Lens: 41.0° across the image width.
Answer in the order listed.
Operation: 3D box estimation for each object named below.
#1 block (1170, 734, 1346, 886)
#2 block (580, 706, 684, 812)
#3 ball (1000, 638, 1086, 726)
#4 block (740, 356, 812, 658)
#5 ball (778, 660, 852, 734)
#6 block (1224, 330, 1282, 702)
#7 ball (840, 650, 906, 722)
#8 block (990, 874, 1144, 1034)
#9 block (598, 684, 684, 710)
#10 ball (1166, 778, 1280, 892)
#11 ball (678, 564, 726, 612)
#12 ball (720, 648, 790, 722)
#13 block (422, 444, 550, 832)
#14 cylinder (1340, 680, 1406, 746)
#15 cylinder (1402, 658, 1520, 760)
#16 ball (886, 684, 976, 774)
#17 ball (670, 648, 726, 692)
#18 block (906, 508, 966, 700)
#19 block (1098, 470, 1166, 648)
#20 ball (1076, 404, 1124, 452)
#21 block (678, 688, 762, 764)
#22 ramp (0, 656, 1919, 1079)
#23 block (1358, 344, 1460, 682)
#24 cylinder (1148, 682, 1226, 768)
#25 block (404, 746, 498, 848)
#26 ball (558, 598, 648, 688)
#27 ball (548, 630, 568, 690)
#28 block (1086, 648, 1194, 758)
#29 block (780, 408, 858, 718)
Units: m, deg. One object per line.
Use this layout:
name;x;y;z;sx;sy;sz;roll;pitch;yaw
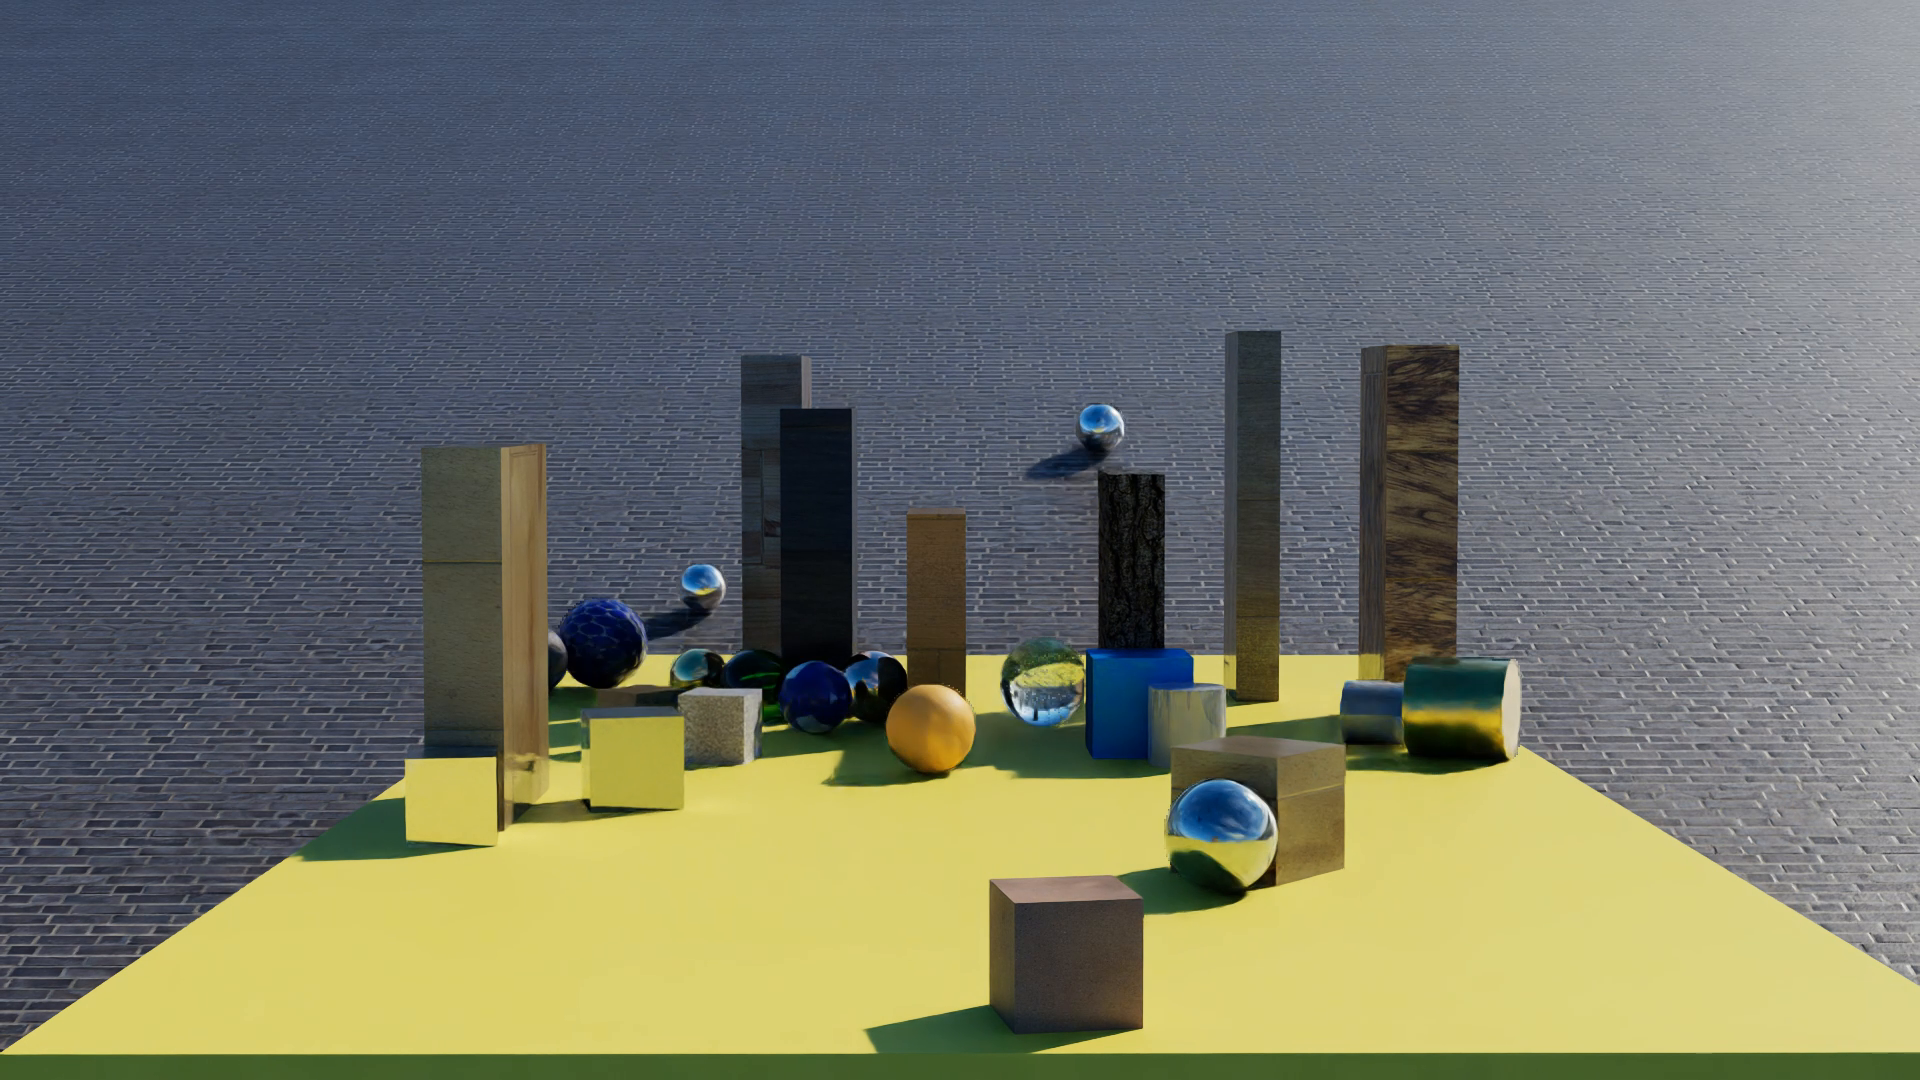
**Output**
block;0.408;0.367;3.521;0.171;0.171;0.171;2;4;40
block;-0.524;0.348;4.105;0.147;0.147;0.147;-1;3;-14
ball;0.165;0.282;5.088;0.175;0.175;0.175;0;21;0
block;-0.407;-0.037;5.746;0.130;0.743;0.382;0;3;0
ball;-0.281;0.305;4.976;0.142;0.142;0.142;0;21;0
block;0.637;-0.056;5.619;0.092;0.793;0.258;0;3;0
ball;-0.175;0.293;5.160;0.145;0.145;0.145;0;21;0
block;0.109;0.430;2.682;0.134;0.134;0.134;-1;3;-10
block;-0.589;0.331;4.748;0.113;0.113;0.113;3;4;44
ball;0.343;0.387;3.368;0.148;0.148;0.148;0;21;0
ball;-0.705;0.130;7.022;0.132;0.132;0.132;0;21;0
ball;-0.408;0.292;5.150;0.149;0.149;0.149;0;21;0
block;-0.741;0.138;4.041;0.118;0.574;0.424;0;3;0
cylinder;0.781;0.323;4.798;0.118;0.118;0.118;0;20;21
cylinder;0.906;0.303;4.640;0.178;0.178;0.178;1;20;22
ball;-0.051;0.326;4.447;0.155;0.155;0.155;0;21;0
ball;-0.548;0.290;5.405;0.126;0.126;0.126;0;21;0
block;-0.046;0.156;5.077;0.113;0.428;0.312;0;3;0
block;0.329;0.122;4.970;0.104;0.507;0.347;0;3;0
ball;0.448;-0.359;8.240;0.156;0.156;0.156;0;21;0
block;-0.431;0.334;4.623;0.122;0.122;0.122;1;3;11
ramp;0.050;0.449;4.532;2.000;0.100;4.000;0;3;0
block;0.894;-0.010;5.140;0.139;0.751;0.325;0;3;0
cylinder;0.402;0.328;4.558;0.138;0.138;0.138;0;3;0
block;-0.743;0.375;3.768;0.129;0.129;0.129;-1;3;-9
ball;-0.804;0.232;5.777;0.202;0.202;0.202;0;21;0
ball;-0.938;0.264;5.651;0.151;0.151;0.151;0;21;0
block;0.327;0.298;4.714;0.181;0.181;0.181;0;3;-1
block;-0.291;0.041;5.349;0.145;0.629;0.289;0;3;0
